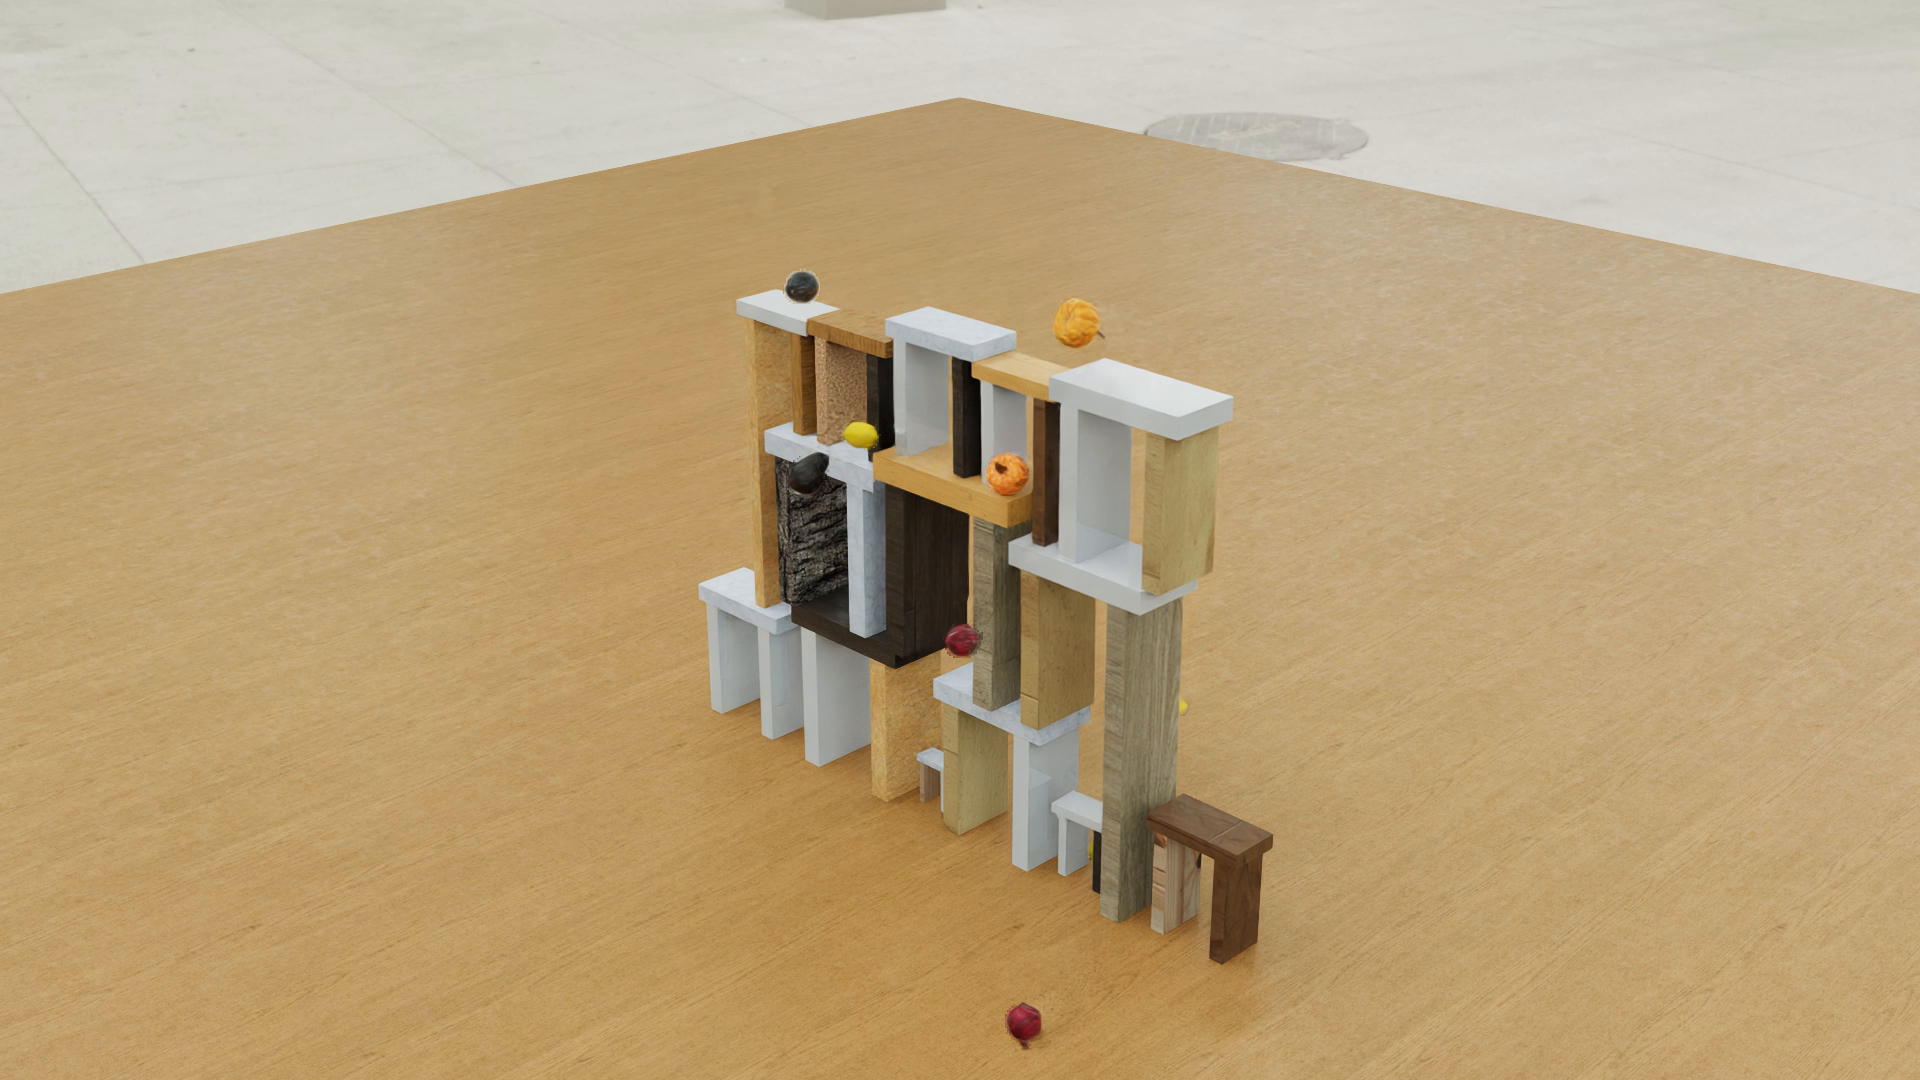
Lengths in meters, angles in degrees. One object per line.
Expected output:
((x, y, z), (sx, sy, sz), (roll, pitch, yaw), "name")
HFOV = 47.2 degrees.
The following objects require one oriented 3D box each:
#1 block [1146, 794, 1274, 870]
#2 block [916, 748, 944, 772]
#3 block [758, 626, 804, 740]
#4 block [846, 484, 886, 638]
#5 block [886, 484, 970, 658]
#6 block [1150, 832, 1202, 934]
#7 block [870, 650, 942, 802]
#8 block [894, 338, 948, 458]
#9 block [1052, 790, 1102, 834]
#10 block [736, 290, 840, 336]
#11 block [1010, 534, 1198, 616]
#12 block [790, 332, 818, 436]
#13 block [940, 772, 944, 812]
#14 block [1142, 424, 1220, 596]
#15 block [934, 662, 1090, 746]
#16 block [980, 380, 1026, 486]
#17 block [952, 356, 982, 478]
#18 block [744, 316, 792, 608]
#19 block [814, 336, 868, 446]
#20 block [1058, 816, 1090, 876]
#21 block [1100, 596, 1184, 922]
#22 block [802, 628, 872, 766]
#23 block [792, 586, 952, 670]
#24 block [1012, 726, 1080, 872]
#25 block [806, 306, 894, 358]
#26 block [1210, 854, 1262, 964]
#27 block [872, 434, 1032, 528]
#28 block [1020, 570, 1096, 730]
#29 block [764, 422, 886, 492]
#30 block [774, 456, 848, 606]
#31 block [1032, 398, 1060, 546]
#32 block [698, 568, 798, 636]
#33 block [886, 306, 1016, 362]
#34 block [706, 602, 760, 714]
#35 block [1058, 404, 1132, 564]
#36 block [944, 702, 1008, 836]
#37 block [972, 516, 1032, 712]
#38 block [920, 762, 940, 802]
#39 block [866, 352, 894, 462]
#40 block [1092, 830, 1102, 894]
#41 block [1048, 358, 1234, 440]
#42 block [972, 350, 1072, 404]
((0.449, 0.523, 3.960), (0.207, 0.029, 0.103), (21, 31, 41), "block")
((-0.040, 0.448, 4.456), (0.091, 0.013, 0.045), (21, 31, 41), "block")
((-0.371, 0.290, 4.747), (0.037, 0.258, 0.129), (21, 31, 41), "block")
((-0.149, 0.020, 4.390), (0.045, 0.320, 0.160), (21, 31, 41), "block")
((-0.063, 0.036, 4.308), (0.050, 0.355, 0.178), (22, 32, 40), "block")
((0.400, 0.613, 4.051), (0.029, 0.207, 0.104), (21, 31, 41), "block")
((-0.110, 0.364, 4.502), (0.044, 0.312, 0.156), (21, 31, 41), "block")
((-0.073, -0.283, 4.181), (0.033, 0.229, 0.115), (21, 31, 40), "block")
((0.247, 0.518, 4.176), (0.133, 0.019, 0.067), (19, 29, 37), "block")
((-0.338, -0.456, 4.403), (0.106, 0.030, 0.212), (-21, 31, -40), "block")
((0.256, 0.045, 3.961), (0.314, 0.044, 0.157), (21, 31, 41), "block")
((-0.287, -0.324, 4.404), (0.030, 0.212, 0.106), (21, 31, 40), "block")
((-0.019, 0.504, 4.457), (0.013, 0.091, 0.045), (21, 31, 41), "block")
((0.380, -0.064, 3.788), (0.041, 0.292, 0.146), (21, 31, 41), "block")
((0.099, 0.309, 4.252), (0.284, 0.040, 0.142), (21, 31, 41), "block")
((0.081, -0.209, 4.044), (0.028, 0.200, 0.100), (16, 28, 36), "block")
((0.043, -0.238, 4.075), (0.115, 0.229, 0.033), (-15, 26, -32), "block")
((-0.387, -0.167, 4.581), (0.106, 0.640, 0.030), (-21, 31, -41), "block")
((-0.233, -0.307, 4.352), (0.031, 0.220, 0.110), (21, 31, 40), "block")
((0.219, 0.575, 4.235), (0.019, 0.133, 0.067), (21, 31, 41), "block")
((0.331, 0.389, 4.025), (0.157, 0.639, 0.044), (-21, 31, -41), "block")
((-0.257, 0.307, 4.638), (0.044, 0.312, 0.156), (21, 31, 41), "block")
((-0.184, 0.172, 4.500), (0.312, 0.044, 0.156), (21, 31, 41), "block")
((0.166, 0.485, 4.254), (0.040, 0.284, 0.142), (21, 31, 41), "block")
((-0.181, -0.402, 4.255), (0.220, 0.031, 0.110), (21, 31, 40), "block")
((0.498, 0.651, 3.961), (0.029, 0.207, 0.104), (21, 31, 41), "block")
((0.022, -0.118, 4.150), (0.356, 0.050, 0.178), (21, 31, 41), "block")
((0.183, 0.182, 4.098), (0.044, 0.314, 0.157), (21, 30, 41), "block")
((-0.224, -0.178, 4.388), (0.320, 0.045, 0.160), (21, 31, 40), "block")
((-0.300, -0.039, 4.530), (0.160, 0.320, 0.045), (-21, 31, -40), "block")
((0.175, -0.134, 3.969), (0.028, 0.279, 0.100), (19, 30, 39), "block")
((-0.432, 0.130, 4.746), (0.129, 0.037, 0.258), (-21, 31, -41), "block")
((-0.018, -0.383, 4.080), (0.229, 0.033, 0.115), (21, 31, 40), "block")
((-0.493, 0.242, 4.859), (0.037, 0.258, 0.129), (21, 31, 41), "block")
((0.241, -0.118, 3.915), (0.041, 0.292, 0.146), (21, 31, 41), "block")
((0.032, 0.433, 4.377), (0.040, 0.284, 0.142), (21, 31, 41), "block")
((0.105, 0.116, 4.160), (0.050, 0.387, 0.178), (22, 31, 40), "block")
((-0.061, 0.487, 4.496), (0.013, 0.091, 0.045), (21, 31, 41), "block")
((-0.129, -0.266, 4.257), (0.031, 0.221, 0.110), (21, 31, 40), "block")
((0.282, 0.599, 4.178), (0.019, 0.133, 0.067), (21, 31, 41), "block")
((0.310, -0.245, 3.787), (0.146, 0.041, 0.292), (-21, 31, -40), "block")
((0.128, -0.295, 3.954), (0.200, 0.028, 0.100), (21, 31, 40), "block")
